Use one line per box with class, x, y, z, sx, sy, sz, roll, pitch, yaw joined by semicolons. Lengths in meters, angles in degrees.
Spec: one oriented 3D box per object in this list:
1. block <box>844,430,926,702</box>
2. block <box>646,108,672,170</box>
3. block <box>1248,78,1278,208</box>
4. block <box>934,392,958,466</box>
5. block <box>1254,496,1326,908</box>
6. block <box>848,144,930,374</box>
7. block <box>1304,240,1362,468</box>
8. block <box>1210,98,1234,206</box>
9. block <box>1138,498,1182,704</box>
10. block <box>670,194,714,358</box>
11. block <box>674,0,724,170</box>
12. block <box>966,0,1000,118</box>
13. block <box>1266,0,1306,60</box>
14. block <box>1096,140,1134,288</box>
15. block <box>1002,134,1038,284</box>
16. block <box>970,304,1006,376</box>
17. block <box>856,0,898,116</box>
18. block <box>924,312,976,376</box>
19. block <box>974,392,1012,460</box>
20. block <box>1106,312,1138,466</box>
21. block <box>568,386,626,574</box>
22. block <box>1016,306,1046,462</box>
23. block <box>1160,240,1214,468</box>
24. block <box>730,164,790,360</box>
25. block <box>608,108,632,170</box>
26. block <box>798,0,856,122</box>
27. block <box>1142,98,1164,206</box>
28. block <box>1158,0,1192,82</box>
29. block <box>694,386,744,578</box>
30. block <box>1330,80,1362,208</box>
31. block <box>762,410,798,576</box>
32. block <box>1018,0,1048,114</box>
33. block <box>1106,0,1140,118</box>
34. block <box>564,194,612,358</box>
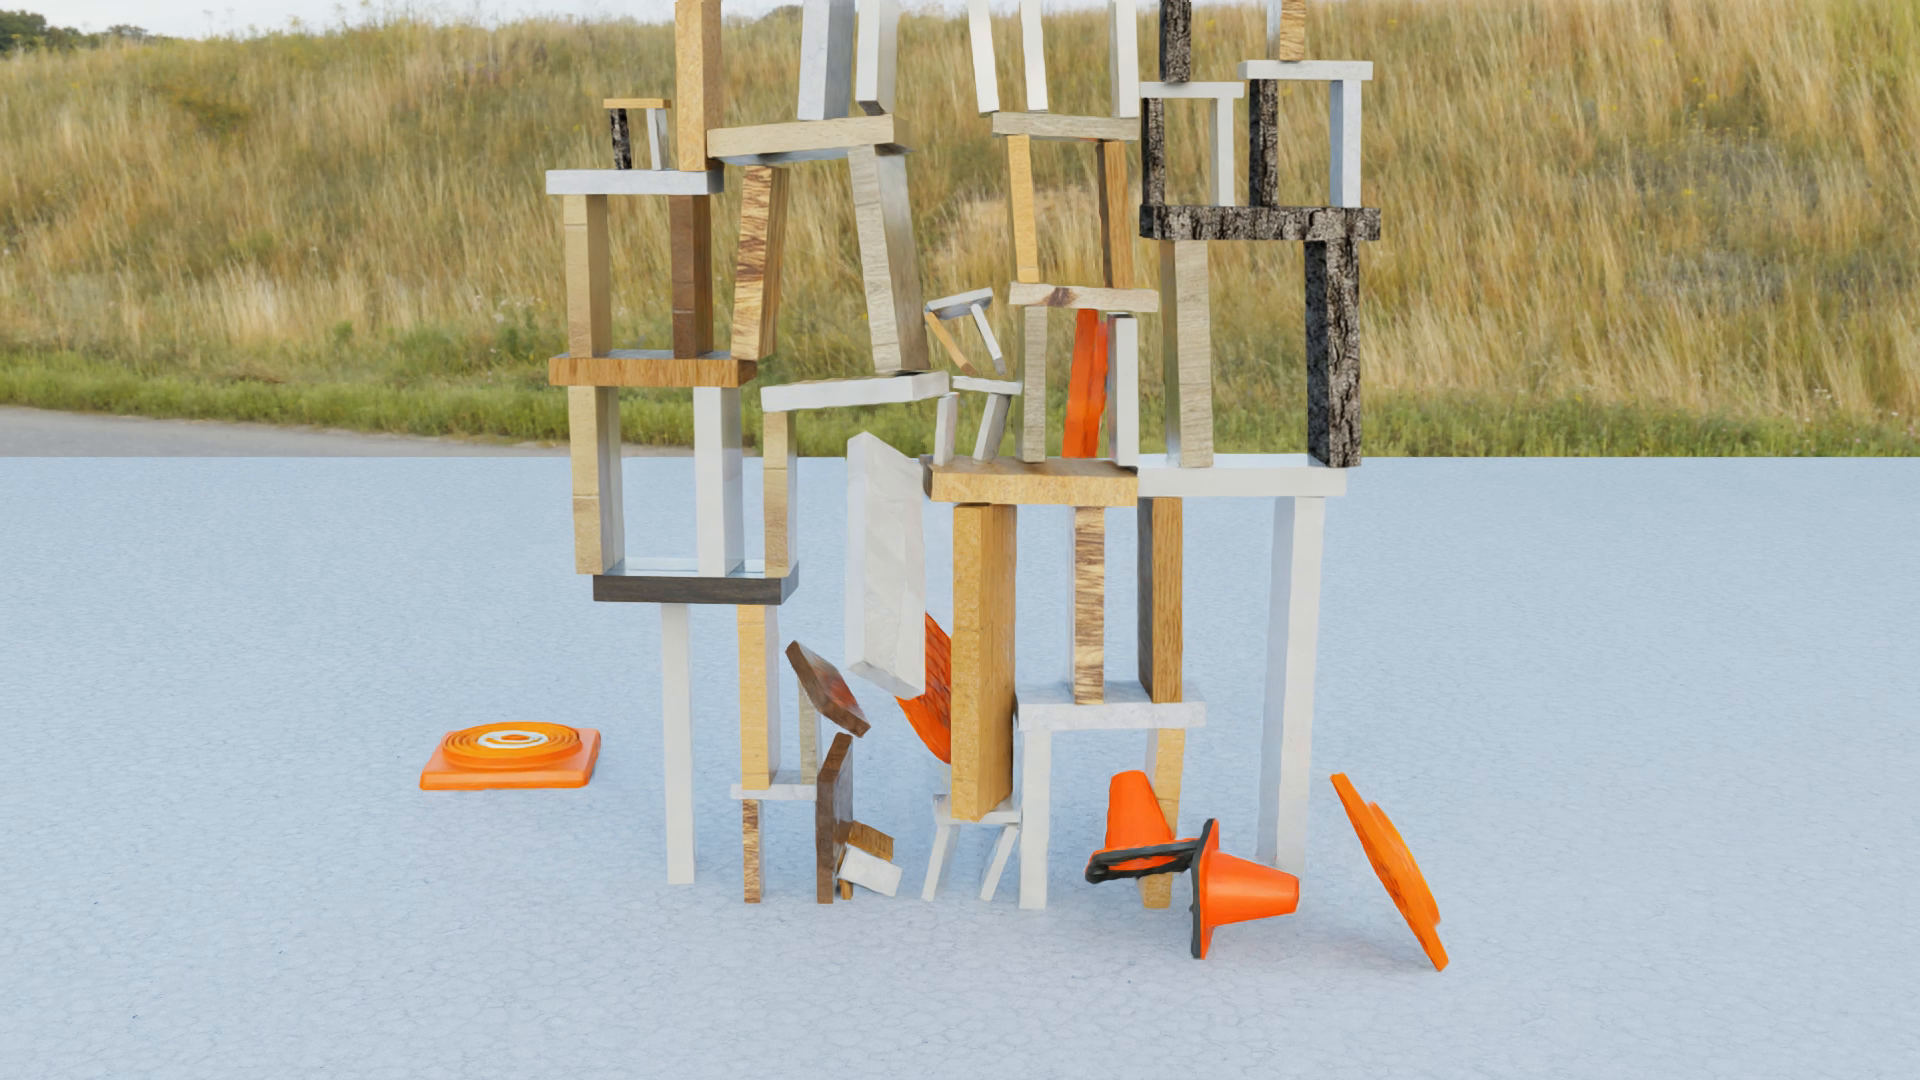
block;-0.111;0.035;3.301;0.037;0.403;0.132;-26;-40;33
block;-0.474;-0.631;3.462;0.014;0.095;0.048;-3;9;14
block;0.477;-0.625;3.464;0.028;0.195;0.098;-2;10;-3
block;-0.022;-0.176;3.471;0.015;0.108;0.054;9;16;17
block;0.540;0.253;3.615;0.047;0.678;0.167;1;10;-3
block;-0.109;-0.433;3.417;0.042;0.344;0.149;-7;2;17
block;0.596;-0.303;3.522;0.050;0.353;0.176;-3;10;-2
block;0.412;-0.610;3.465;0.023;0.166;0.083;-2;9;-3
block;0.325;0.083;3.584;0.047;0.333;0.166;-2;11;-4
block;-0.426;-0.422;3.495;0.036;0.255;0.127;1;10;6
block;-0.407;-0.749;3.434;0.041;0.338;0.144;1;11;6
block;0.034;-0.779;3.439;0.032;0.225;0.113;-6;6;1
block;0.511;-0.878;3.426;0.037;0.260;0.130;1;10;-2
block;0.244;-0.513;3.478;0.032;0.227;0.113;-5;8;-3
block;0.094;-0.520;3.469;0.032;0.227;0.113;-5;7;-4
block;0.045;-0.318;3.492;0.015;0.107;0.054;-23;-27;0
block;-0.127;-0.779;3.418;0.032;0.235;0.112;0;-8;13
block;-0.015;-0.311;3.489;0.015;0.107;0.054;-36;-19;7
block;0.052;-0.181;3.492;0.015;0.108;0.054;20;15;25
block;0.260;-0.242;3.512;0.033;0.233;0.117;-2;10;-3
block;-0.589;-0.108;3.568;0.043;0.303;0.152;0;10;5
block;0.112;-0.248;3.490;0.033;0.241;0.117;0;5;-5
block;0.361;-0.303;3.512;0.050;0.353;0.176;-3;10;-2
block;-0.315;-0.441;3.483;0.042;0.299;0.149;7;11;6
block;-0.536;-0.633;3.472;0.014;0.095;0.048;-3;10;9
block;-0.204;-0.791;3.421;0.041;0.288;0.144;4;5;12
block;0.303;-0.609;3.455;0.023;0.166;0.083;-2;10;-3
block;0.335;-0.860;3.411;0.037;0.294;0.130;0;11;0
block;-0.388;-0.104;3.546;0.043;0.303;0.152;1;10;6
block;0.608;-0.625;3.471;0.028;0.195;0.098;-2;10;-3
block;-0.289;-0.083;3.541;0.037;0.264;0.132;1;11;2
block;0.113;-0.774;3.435;0.030;0.211;0.106;-4;6;1
block;0.254;-0.764;3.435;0.030;0.212;0.106;-3;7;-4
block;-0.594;-0.425;3.513;0.036;0.255;0.127;1;10;6
